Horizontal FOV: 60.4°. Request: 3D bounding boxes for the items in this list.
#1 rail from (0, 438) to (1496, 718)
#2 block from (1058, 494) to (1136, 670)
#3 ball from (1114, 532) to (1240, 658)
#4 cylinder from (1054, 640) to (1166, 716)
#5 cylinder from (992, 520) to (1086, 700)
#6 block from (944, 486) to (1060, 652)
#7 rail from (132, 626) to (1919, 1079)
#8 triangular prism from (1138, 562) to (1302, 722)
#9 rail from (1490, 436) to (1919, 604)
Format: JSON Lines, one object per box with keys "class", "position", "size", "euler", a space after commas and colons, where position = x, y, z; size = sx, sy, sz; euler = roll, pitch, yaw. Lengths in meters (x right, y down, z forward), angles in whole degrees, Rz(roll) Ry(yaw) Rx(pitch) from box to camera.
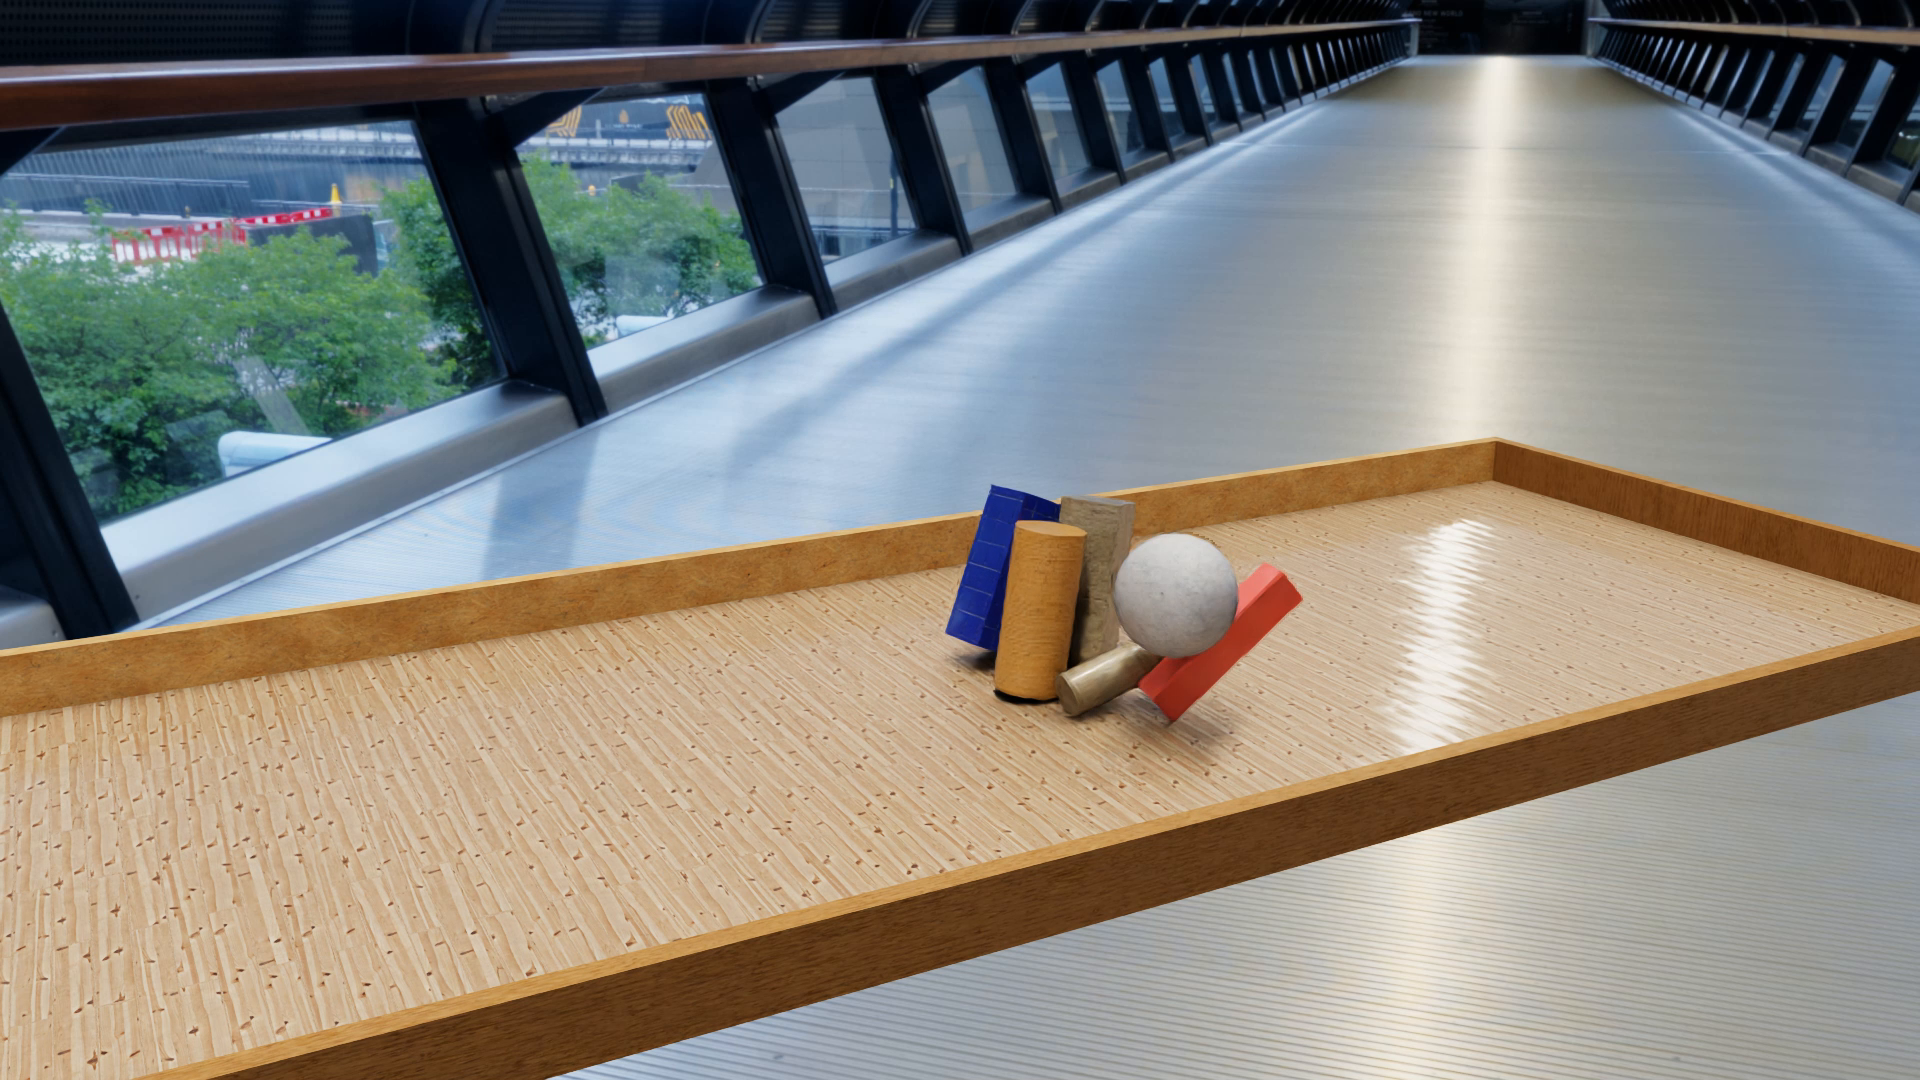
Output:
{"class": "rail", "position": [-3.305, 0.497, 3.399], "size": [12.000, 0.150, 0.050], "euler": [-9, 18, -27]}
{"class": "block", "position": [0.326, 0.110, 4.172], "size": [0.150, 0.428, 0.150], "euler": [9, 7, 21]}
{"class": "ball", "position": [0.491, 0.126, 3.756], "size": [0.284, 0.284, 0.284], "euler": [0, 16, 0]}
{"class": "cylinder", "position": [0.384, 0.314, 3.961], "size": [0.303, 0.108, 0.108], "euler": [-23, 24, -19]}
{"class": "cylinder", "position": [0.193, 0.169, 4.023], "size": [0.176, 0.405, 0.176], "euler": [7, 11, -1]}
{"class": "block", "position": [0.131, 0.084, 4.266], "size": [0.167, 0.406, 0.167], "euler": [18, -1, -32]}
{"class": "rail", "position": [-2.336, 1.006, 1.665], "size": [12.000, 0.150, 0.050], "euler": [-9, 18, -27]}
{"class": "triangular prism", "position": [0.602, 0.231, 3.851], "size": [0.123, 0.421, 0.107], "euler": [46, 1, 16]}
{"class": "rail", "position": [2.466, -0.048, 5.253], "size": [0.050, 0.150, 2.100], "euler": [-9, 18, -27]}
